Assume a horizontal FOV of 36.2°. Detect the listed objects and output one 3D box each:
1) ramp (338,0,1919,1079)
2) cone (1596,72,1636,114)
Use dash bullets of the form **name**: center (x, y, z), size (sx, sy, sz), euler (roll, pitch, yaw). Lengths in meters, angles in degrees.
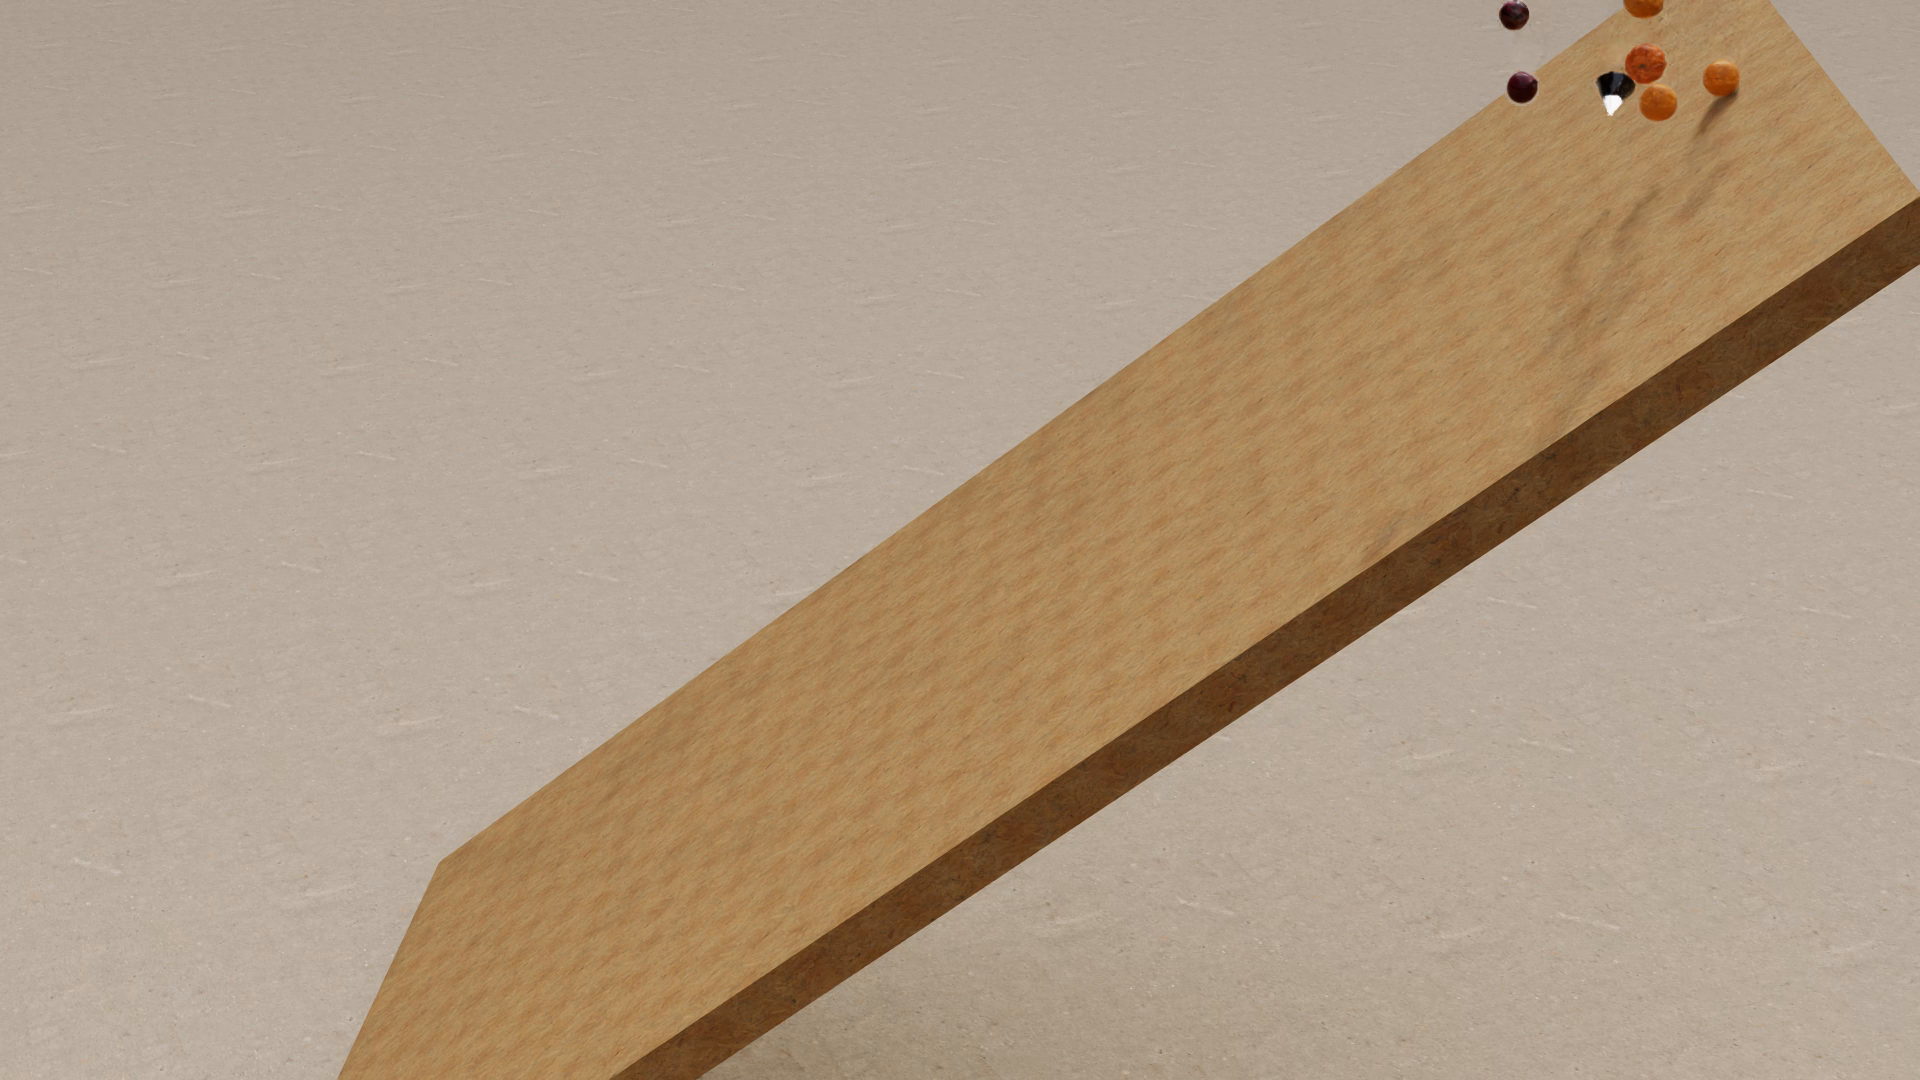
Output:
- **ramp**: center (0.122, 0.184, 6.336), size (4.000, 0.100, 2.000), euler (-36, 16, 18)
- **cone**: center (1.294, -0.871, 5.831), size (0.078, 0.078, 0.078), euler (8, 60, 17)
